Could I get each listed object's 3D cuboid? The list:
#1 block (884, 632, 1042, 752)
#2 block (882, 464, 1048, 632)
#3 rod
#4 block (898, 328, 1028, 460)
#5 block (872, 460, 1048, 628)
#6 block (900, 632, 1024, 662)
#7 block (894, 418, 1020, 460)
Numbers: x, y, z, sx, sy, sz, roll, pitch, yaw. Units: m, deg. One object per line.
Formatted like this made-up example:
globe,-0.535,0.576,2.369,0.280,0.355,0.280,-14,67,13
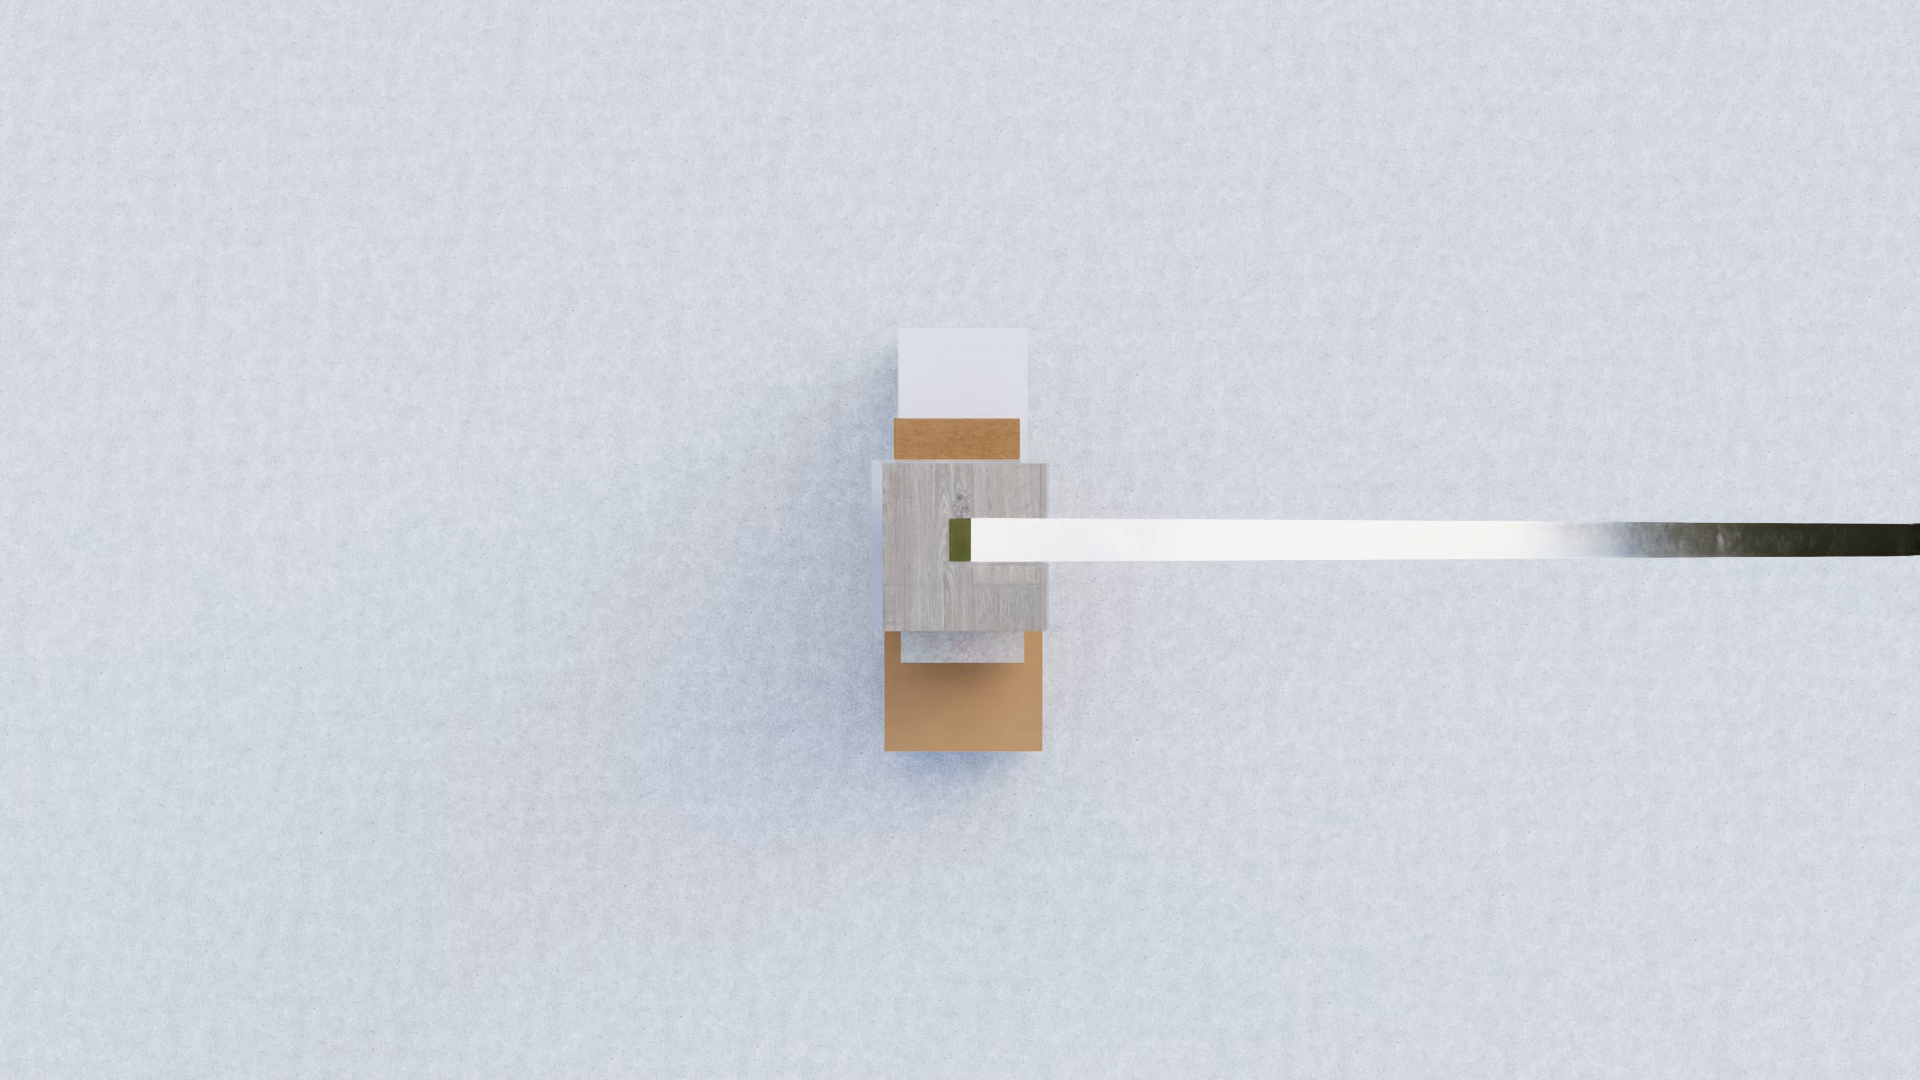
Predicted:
block,0.019,0.725,12.634,0.882,0.732,0.907,0,90,0
block,0.017,0.025,8.404,0.606,0.614,0.617,0,90,0
rod,2.234,0.000,5.387,5.200,0.080,0.080,0,90,-31
block,0.017,-0.800,12.611,0.719,0.778,0.759,0,90,0
block,0.001,0.017,9.946,0.773,0.733,0.731,0,90,0
block,0.013,0.350,11.934,0.650,0.668,0.593,0,90,0
block,-0.017,-0.298,11.904,0.666,0.640,0.690,0,91,0
